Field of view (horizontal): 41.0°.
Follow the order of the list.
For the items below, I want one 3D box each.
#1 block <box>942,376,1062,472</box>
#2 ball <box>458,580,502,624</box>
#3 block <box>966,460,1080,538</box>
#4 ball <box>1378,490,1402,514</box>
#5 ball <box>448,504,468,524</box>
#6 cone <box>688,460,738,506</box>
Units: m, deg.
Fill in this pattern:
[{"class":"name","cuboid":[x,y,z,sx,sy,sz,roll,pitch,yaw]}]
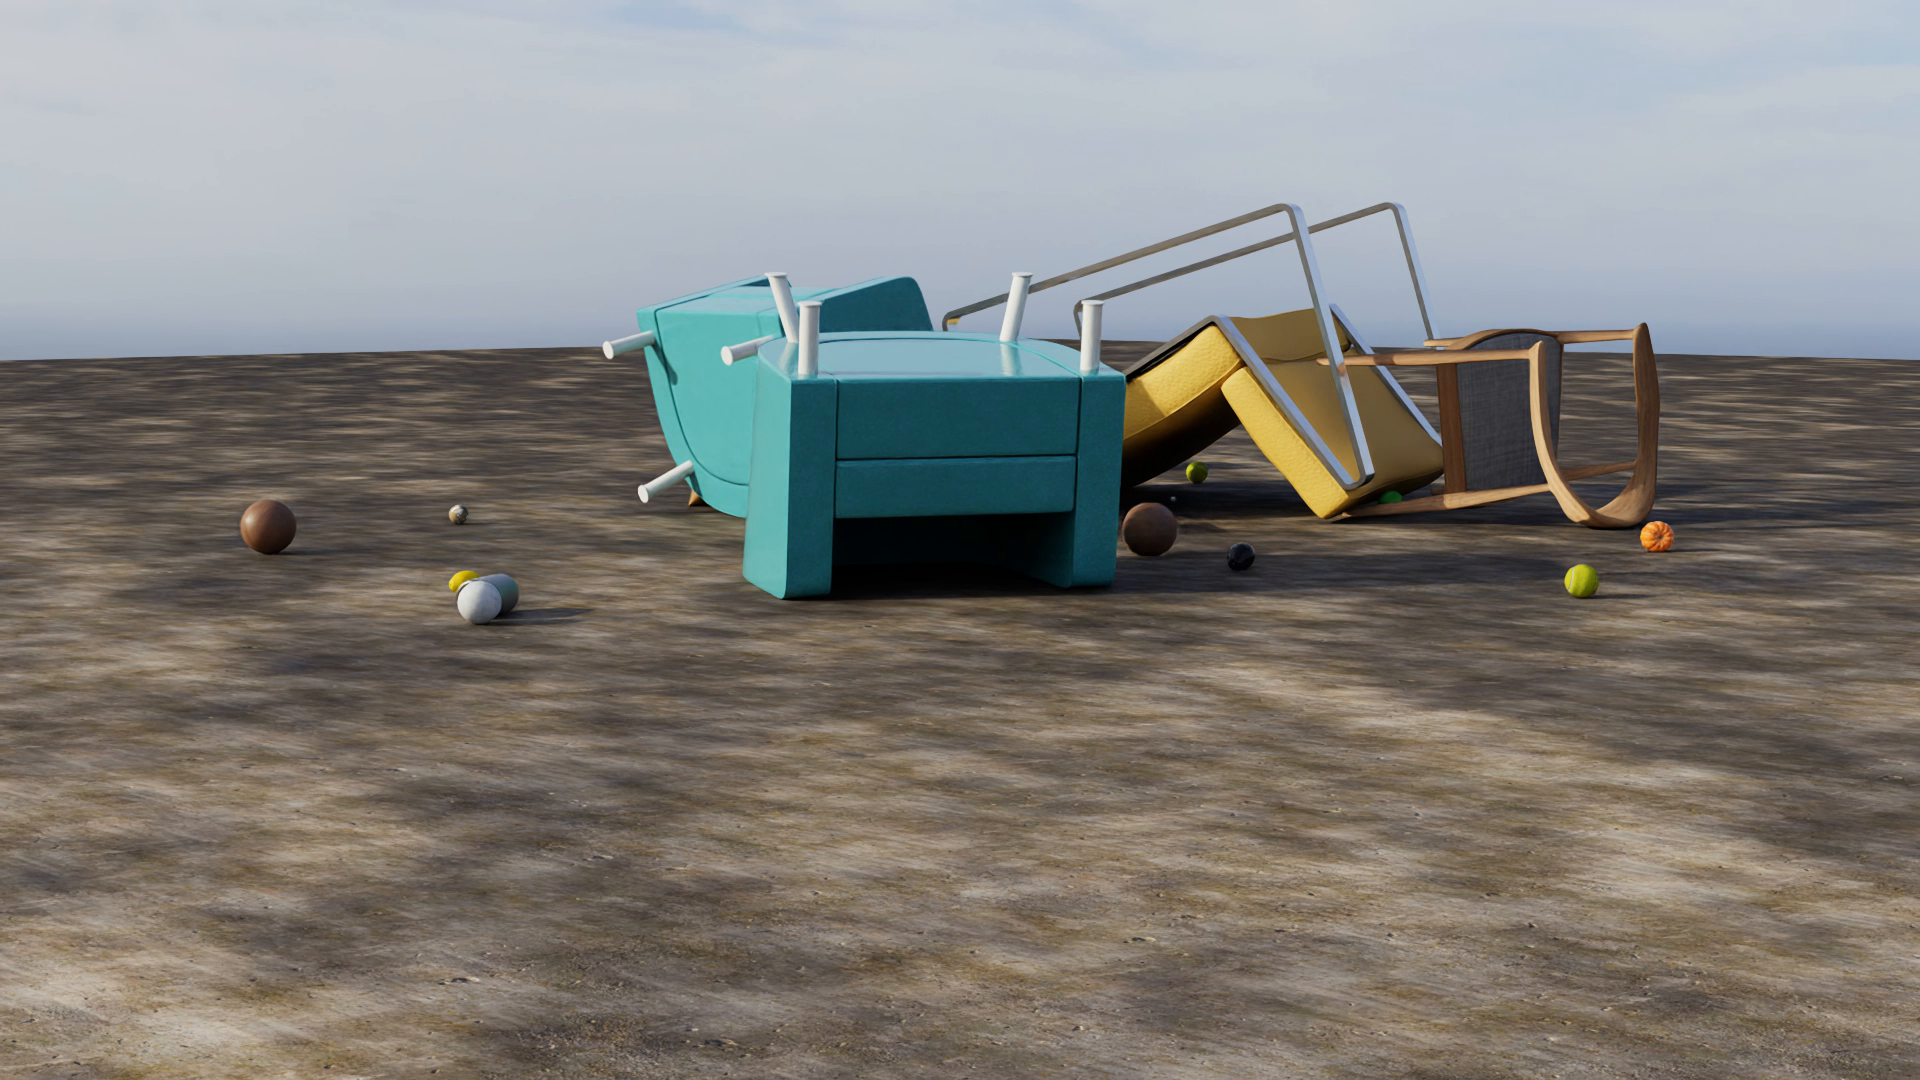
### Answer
[{"class":"block","cuboid":[0.137,-0.394,8.701,0.311,0.314,0.310,-2,6,-21]},{"class":"ball","cuboid":[-0.910,0.118,4.861,0.082,0.082,0.082,0,6,0]},{"class":"block","cuboid":[0.159,-0.108,6.608,0.253,0.175,0.276,-1,6,-7]},{"class":"ball","cuboid":[1.192,-0.104,7.107,0.065,0.065,0.065,0,6,0]},{"class":"ball","cuboid":[-1.332,-0.068,6.819,0.052,0.052,0.052,0,6,0]},{"class":"cone","cuboid":[-0.740,-0.133,7.380,0.130,0.149,0.163,-44,12,-36]}]
